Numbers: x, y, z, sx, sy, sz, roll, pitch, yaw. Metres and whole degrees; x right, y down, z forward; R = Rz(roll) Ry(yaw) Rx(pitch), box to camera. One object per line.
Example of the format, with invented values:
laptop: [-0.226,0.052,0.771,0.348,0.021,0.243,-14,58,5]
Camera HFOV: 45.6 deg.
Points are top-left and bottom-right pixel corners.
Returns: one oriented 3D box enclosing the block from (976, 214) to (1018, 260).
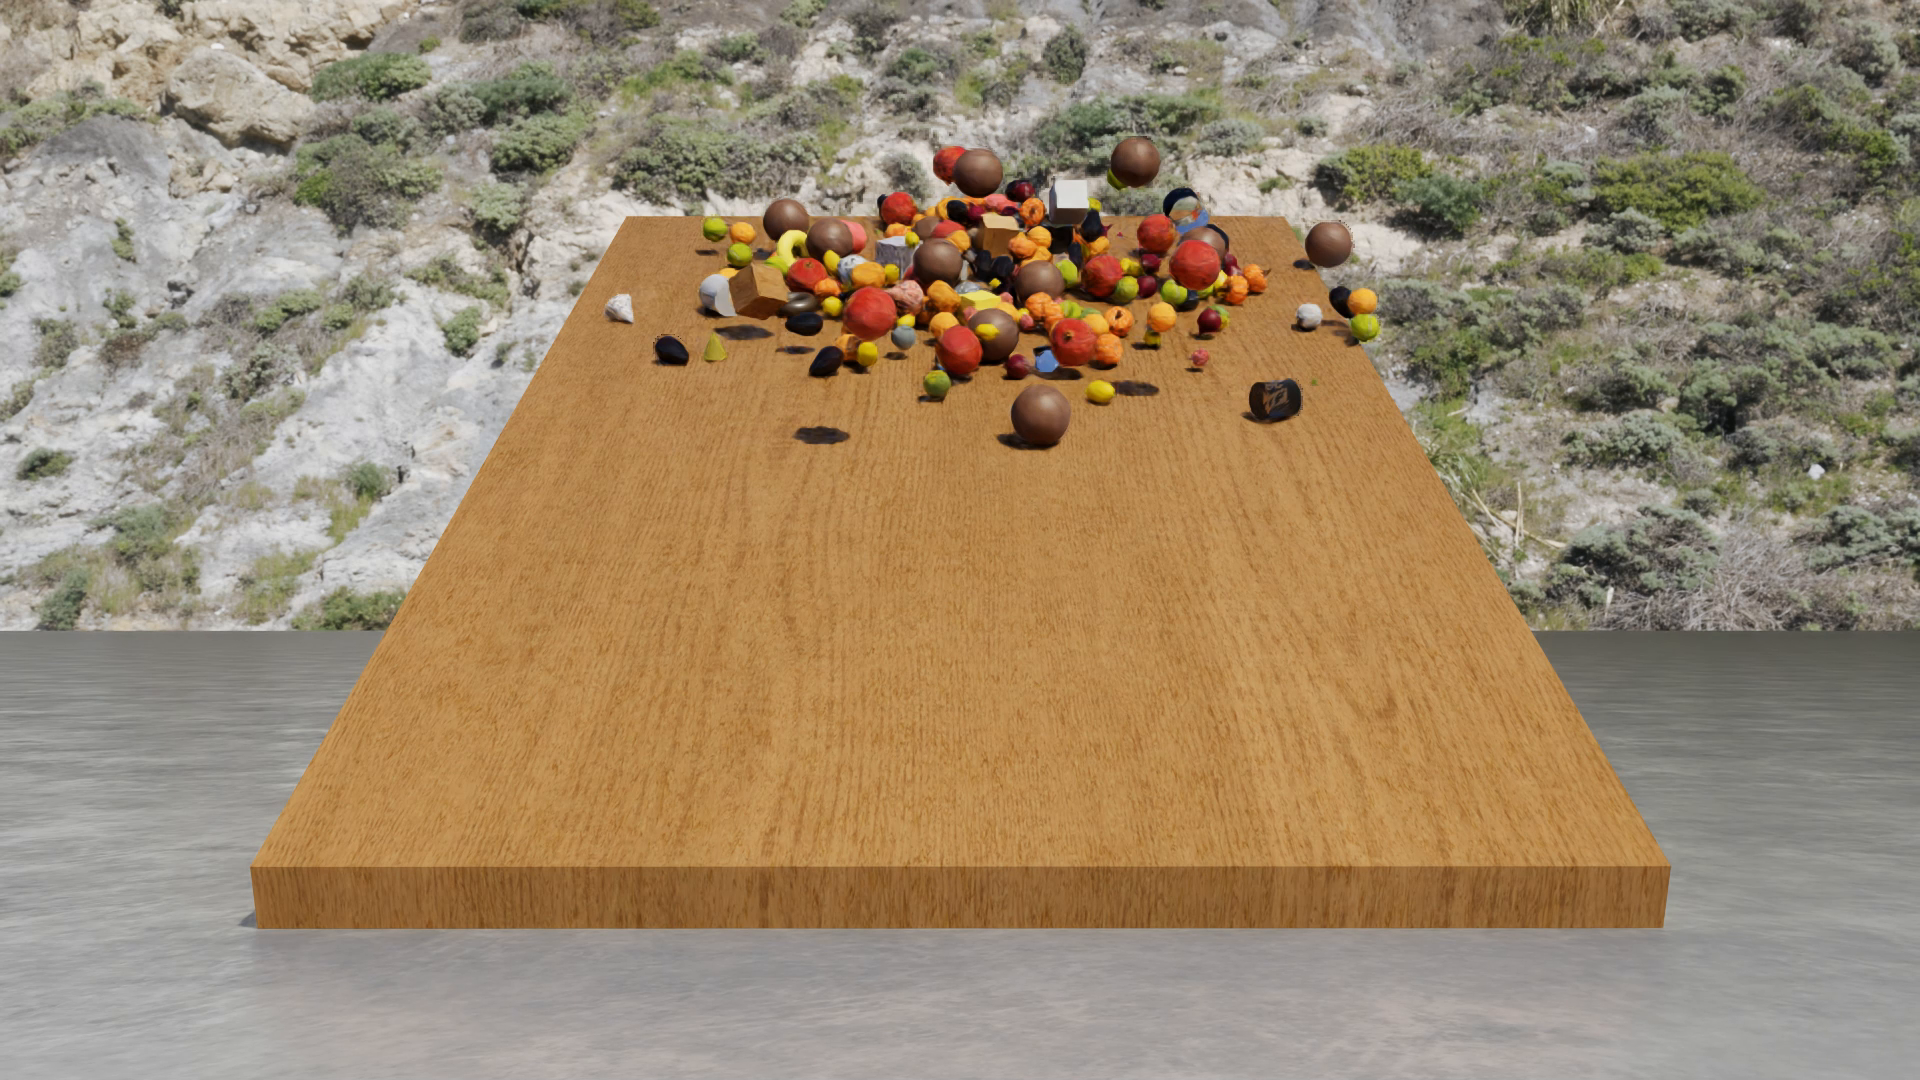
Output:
block: [0.102,-0.842,6.347,0.092,0.092,0.092,3,31,-12]

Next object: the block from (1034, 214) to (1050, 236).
block: [0.259,-0.902,6.606,0.060,0.060,0.060,12,-7,28]

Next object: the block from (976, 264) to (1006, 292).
block: [0.084,-0.705,6.142,0.060,0.060,0.060,-9,23,-23]

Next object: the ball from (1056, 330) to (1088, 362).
ball: [0.268,-0.467,5.502,0.077,0.077,0.077,0,-2,0]

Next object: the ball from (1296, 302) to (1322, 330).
ball: [0.882,-0.565,5.773,0.067,0.067,0.067,0,-2,0]

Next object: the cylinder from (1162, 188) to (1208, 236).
cylinder: [0.600,-0.872,6.070,0.096,0.096,0.096,-1,-22,25]

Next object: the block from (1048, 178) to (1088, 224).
block: [0.302,-0.943,6.370,0.090,0.090,0.090,1,-22,-11]

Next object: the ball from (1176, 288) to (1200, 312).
ball: [0.594,-0.625,5.937,0.060,0.060,0.060,0,-2,0]

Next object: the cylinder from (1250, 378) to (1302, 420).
cylinder: [0.703,-0.314,5.090,0.083,0.083,0.083,-8,2,-27]

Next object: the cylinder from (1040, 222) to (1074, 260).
cylinder: [0.271,-0.840,6.429,0.096,0.096,0.096,0,17,0]

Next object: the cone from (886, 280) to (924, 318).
cone: [-0.161,-0.614,5.737,0.099,0.099,0.099,-1,-7,32]

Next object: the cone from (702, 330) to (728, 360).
cone: [-0.595,-0.475,5.525,0.066,0.066,0.066,-2,16,0]

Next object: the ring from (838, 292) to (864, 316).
ring: [-0.281,-0.607,5.874,0.079,0.026,0.079,44,-5,5]

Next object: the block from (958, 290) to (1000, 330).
block: [0.048,-0.583,5.802,0.077,0.077,0.077,-14,25,-32]

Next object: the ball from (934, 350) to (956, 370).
ball: [-0.037,-0.428,5.438,0.051,0.051,0.051,0,-2,0]

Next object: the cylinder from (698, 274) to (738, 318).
cylinder: [-0.612,-0.632,5.901,0.092,0.092,0.092,1,18,-35]

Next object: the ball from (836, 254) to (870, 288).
ball: [-0.277,-0.699,5.940,0.088,0.088,0.088,0,-2,0]

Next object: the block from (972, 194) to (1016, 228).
block: [0.102,-0.967,6.771,0.094,0.094,0.094,14,25,32]

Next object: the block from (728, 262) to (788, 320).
block: [-0.502,-0.618,5.672,0.096,0.096,0.096,8,-31,-44]

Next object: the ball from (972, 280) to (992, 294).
ball: [0.048,-0.640,5.951,0.075,0.075,0.075,0,-2,0]

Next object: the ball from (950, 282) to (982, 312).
ball: [0.021,-0.619,5.876,0.090,0.090,0.090,0,-2,0]

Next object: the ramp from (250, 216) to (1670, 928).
ramp: [-0.006,-0.216,5.097,2.000,0.100,4.000,0,21,0]

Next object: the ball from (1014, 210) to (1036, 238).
ball: [0.180,-0.896,6.490,0.078,0.078,0.078,0,-2,0]

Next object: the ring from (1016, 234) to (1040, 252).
ring: [0.182,-0.858,6.566,0.115,0.038,0.115,0,20,0]

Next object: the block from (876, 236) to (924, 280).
block: [-0.167,-0.776,6.278,0.093,0.093,0.093,18,27,38]

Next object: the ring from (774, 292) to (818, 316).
ring: [-0.429,-0.611,5.918,0.129,0.043,0.129,-1,22,0]

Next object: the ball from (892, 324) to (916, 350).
ball: [-0.136,-0.490,5.521,0.061,0.061,0.061,0,-2,0]

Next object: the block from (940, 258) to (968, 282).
block: [-0.015,-0.730,6.174,0.057,0.057,0.057,2,-4,19]

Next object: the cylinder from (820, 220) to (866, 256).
cylinder: [-0.322,-0.830,6.271,0.093,0.093,0.093,-1,1,32]

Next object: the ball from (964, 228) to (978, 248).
ball: [0.039,-0.850,6.419,0.056,0.056,0.056,0,-2,0]

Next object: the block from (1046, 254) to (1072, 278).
block: [0.268,-0.745,6.222,0.051,0.051,0.051,0,-11,-19]

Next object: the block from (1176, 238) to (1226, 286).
block: [0.656,-0.759,6.232,0.097,0.097,0.097,-12,24,-28]

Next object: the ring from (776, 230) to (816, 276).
ring: [-0.443,-0.774,6.164,0.127,0.127,0.042,2,-3,-45]

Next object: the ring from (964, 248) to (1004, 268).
ring: [0.067,-0.787,6.383,0.112,0.037,0.112,1,23,-1]

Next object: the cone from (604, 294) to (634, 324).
cone: [-0.853,-0.575,5.833,0.078,0.078,0.078,48,24,27]
